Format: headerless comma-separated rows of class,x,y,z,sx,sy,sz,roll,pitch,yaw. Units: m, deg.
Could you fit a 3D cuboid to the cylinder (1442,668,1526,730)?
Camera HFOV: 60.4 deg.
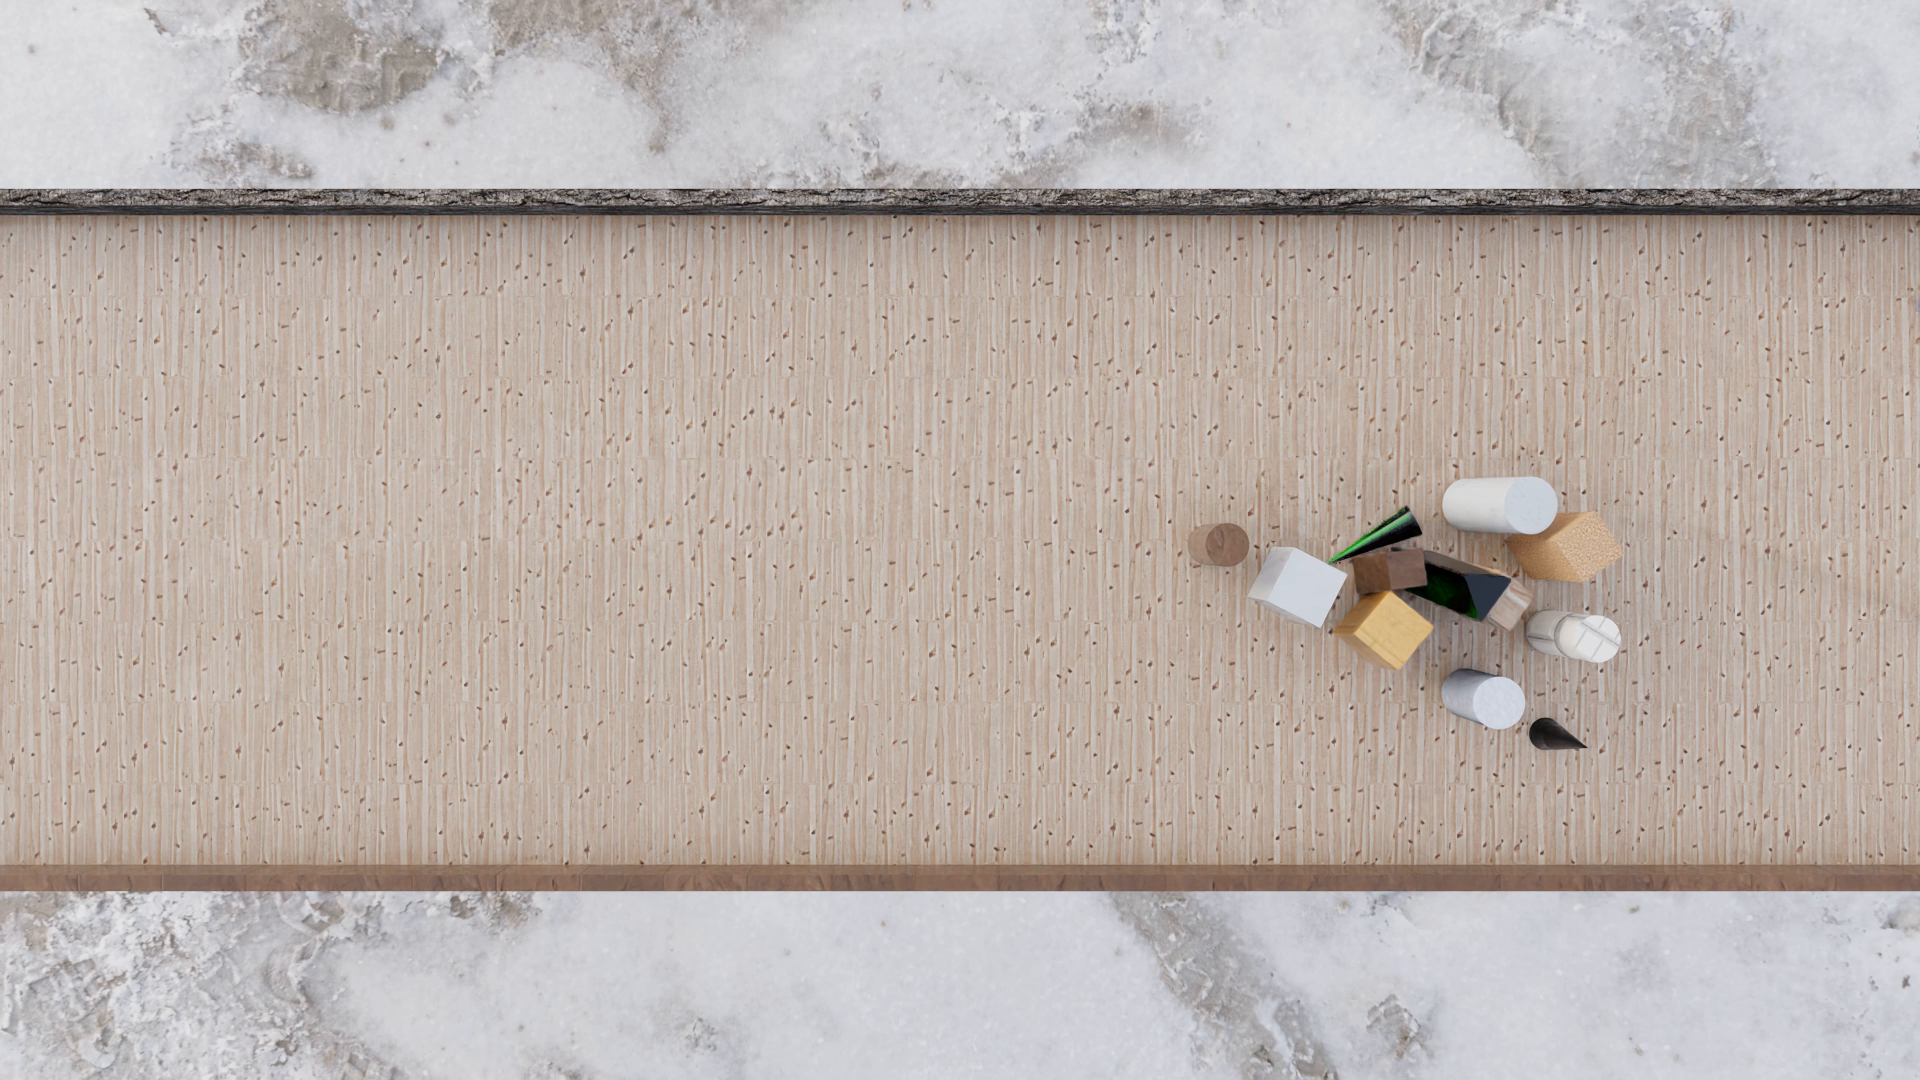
cylinder,1.557,0.471,4.920,0.152,0.313,0.152,0,90,0

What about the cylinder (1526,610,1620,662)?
cylinder,1.806,0.281,4.876,0.133,0.401,0.133,0,90,0

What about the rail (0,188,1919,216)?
rail,-2.247,-1.025,5.002,12.000,0.150,0.050,0,90,0

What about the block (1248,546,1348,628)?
block,1.000,0.137,4.911,0.173,0.331,0.173,27,90,0

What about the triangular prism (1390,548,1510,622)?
triangular prism,1.449,0.101,4.854,0.125,0.444,0.145,-25,104,-8

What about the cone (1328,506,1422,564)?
cone,1.252,0.009,5.052,0.305,0.100,0.100,-28,90,9

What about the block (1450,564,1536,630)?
block,1.550,0.164,4.902,0.126,0.338,0.126,35,90,-6

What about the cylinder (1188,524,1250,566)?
cylinder,0.763,0.014,4.890,0.125,0.374,0.125,0,90,0

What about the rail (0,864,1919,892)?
rail,-2.247,1.025,5.001,12.000,0.150,0.050,0,90,0

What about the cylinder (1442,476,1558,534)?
cylinder,1.590,-0.103,4.875,0.164,0.380,0.164,0,91,-10

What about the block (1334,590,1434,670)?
block,1.254,0.268,4.898,0.162,0.346,0.162,40,90,4

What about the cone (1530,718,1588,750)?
cone,1.802,0.597,4.902,0.101,0.348,0.101,0,90,0

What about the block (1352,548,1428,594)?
block,1.276,0.093,4.908,0.109,0.326,0.109,-7,87,-4

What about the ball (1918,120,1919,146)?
ball,4.155,-1.696,6.770,0.391,0.391,0.391,0,90,0

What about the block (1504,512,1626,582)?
block,1.774,0.020,4.862,0.144,0.430,0.144,-35,90,0
